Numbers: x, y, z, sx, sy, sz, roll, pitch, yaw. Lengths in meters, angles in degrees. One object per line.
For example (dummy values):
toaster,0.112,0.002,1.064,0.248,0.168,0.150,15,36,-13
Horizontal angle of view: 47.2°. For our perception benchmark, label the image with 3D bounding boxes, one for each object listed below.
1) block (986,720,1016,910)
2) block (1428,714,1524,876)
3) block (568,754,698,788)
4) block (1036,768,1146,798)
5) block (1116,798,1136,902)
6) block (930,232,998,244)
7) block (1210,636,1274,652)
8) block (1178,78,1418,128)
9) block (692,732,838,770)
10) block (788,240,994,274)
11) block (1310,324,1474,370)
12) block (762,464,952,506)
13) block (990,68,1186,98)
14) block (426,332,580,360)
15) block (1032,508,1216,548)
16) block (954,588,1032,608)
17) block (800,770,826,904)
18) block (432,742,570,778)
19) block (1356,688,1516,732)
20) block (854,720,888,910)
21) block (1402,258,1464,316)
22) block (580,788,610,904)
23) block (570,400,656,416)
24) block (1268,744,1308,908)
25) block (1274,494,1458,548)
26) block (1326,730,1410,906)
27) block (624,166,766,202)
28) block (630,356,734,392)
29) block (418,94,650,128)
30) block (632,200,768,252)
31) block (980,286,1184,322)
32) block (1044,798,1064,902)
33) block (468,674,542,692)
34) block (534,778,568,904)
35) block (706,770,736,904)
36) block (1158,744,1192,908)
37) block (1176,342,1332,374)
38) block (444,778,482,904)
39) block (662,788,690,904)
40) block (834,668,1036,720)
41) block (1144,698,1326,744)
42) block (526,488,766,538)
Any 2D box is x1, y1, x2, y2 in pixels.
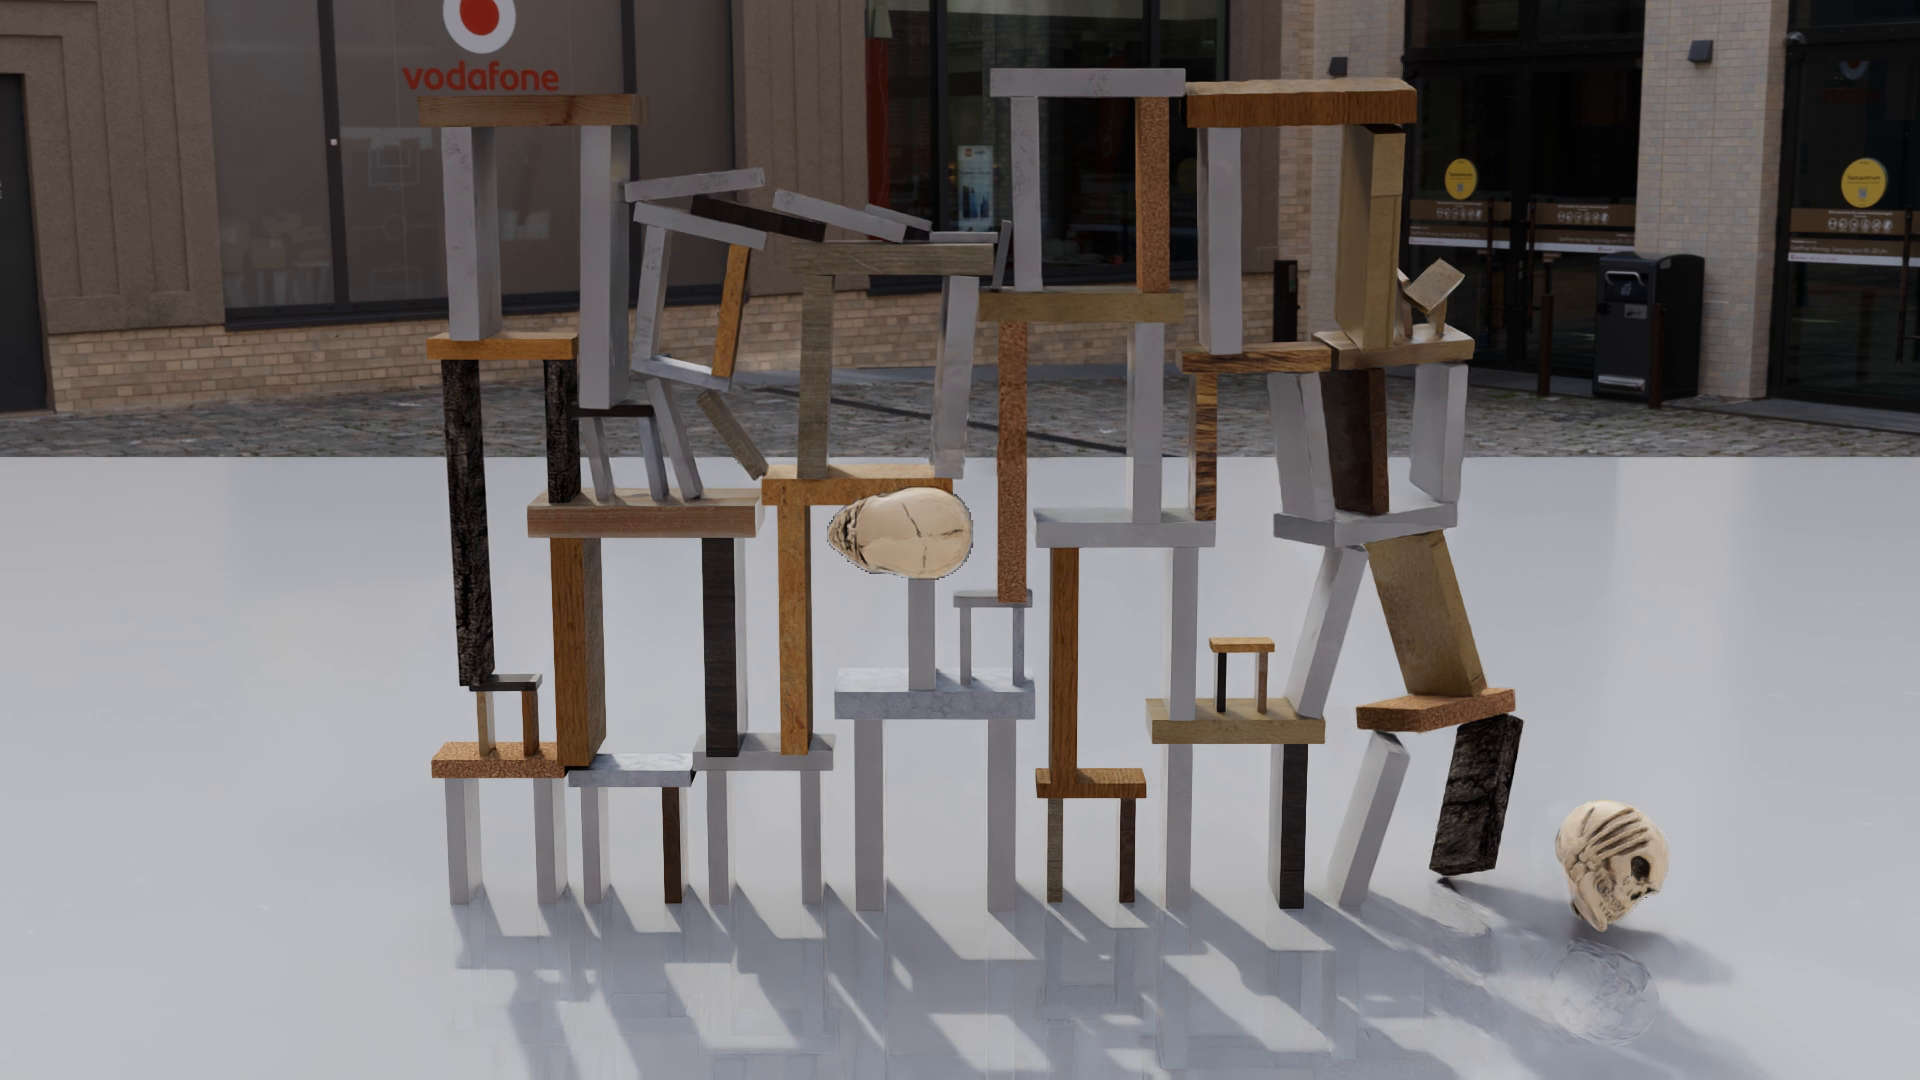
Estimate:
block,0.068,0.432,3.638,0.046,0.322,0.161,0,11,0
block,0.877,0.433,3.735,0.038,0.266,0.133,24,-22,-18
block,-0.539,0.380,3.633,0.199,0.028,0.099,0,11,0
block,0.215,0.402,3.637,0.178,0.025,0.089,0,11,0
block,0.275,0.502,3.655,0.025,0.178,0.089,0,11,0
block,0.007,-0.480,3.489,0.108,0.015,0.054,0,11,1
block,0.460,0.171,3.593,0.100,0.014,0.050,0,11,-1
block,0.520,-0.680,3.412,0.347,0.049,0.174,-1,18,2
block,-0.320,0.349,3.628,0.229,0.032,0.114,0,11,0
block,-0.108,-0.447,3.476,0.319,0.045,0.159,0,11,-1
block,0.704,-0.316,3.586,0.234,0.033,0.117,-6,20,-12
block,-0.164,-0.090,3.546,0.302,0.043,0.151,0,11,-1
block,0.197,-0.712,3.428,0.298,0.042,0.149,0,11,1
block,-0.721,-0.309,3.502,0.228,0.032,0.114,0,11,1
block,0.262,-0.021,3.550,0.283,0.040,0.142,0,11,0
block,0.053,0.094,3.574,0.128,0.018,0.064,0,11,0
block,-0.244,0.477,3.652,0.032,0.229,0.114,0,11,0
block,-0.751,0.362,3.628,0.216,0.031,0.108,0,11,0
block,0.809,0.287,3.733,0.265,0.038,0.133,-6,3,-41
block,-0.147,0.432,3.638,0.046,0.322,0.161,0,11,0
block,0.753,-0.404,3.501,0.050,0.014,0.101,39,62,18
block,-0.605,0.492,3.653,0.028,0.199,0.099,0,11,0
block,-0.553,-0.211,3.519,0.133,0.019,0.067,0,11,1
block,0.542,0.453,3.641,0.040,0.279,0.140,0,11,0
block,0.668,-0.033,3.615,0.281,0.040,0.140,-9,12,-34
block,0.675,0.459,3.646,0.038,0.266,0.133,16,10,-3
block,-0.420,-0.565,3.490,0.210,0.030,0.105,-6,11,2
block,-0.444,-0.270,3.518,0.158,0.022,0.079,13,10,-3
block,-0.661,-0.669,3.429,0.326,0.046,0.163,0,10,2
block,-0.408,-0.498,3.473,0.207,0.029,0.103,12,10,-5
block,0.190,-0.374,3.487,0.317,0.045,0.158,0,11,1
block,0.156,0.502,3.655,0.025,0.178,0.089,0,11,0
block,-0.743,0.233,3.598,0.109,0.015,0.054,-1,11,1
block,-0.679,0.484,3.650,0.031,0.216,0.108,0,11,0
block,-0.396,0.477,3.652,0.032,0.229,0.114,0,11,0
block,0.356,0.453,3.641,0.040,0.279,0.140,0,11,0
block,0.466,-0.291,3.505,0.234,0.033,0.117,-1,11,0
block,-0.823,0.484,3.650,0.031,0.216,0.108,0,11,0
block,-0.472,0.492,3.653,0.028,0.199,0.099,0,11,0
block,-0.040,0.251,3.604,0.322,0.046,0.161,0,11,0
block,0.449,0.297,3.612,0.279,0.040,0.140,0,11,0
block,-0.502,-0.045,3.553,0.359,0.051,0.180,0,11,0
